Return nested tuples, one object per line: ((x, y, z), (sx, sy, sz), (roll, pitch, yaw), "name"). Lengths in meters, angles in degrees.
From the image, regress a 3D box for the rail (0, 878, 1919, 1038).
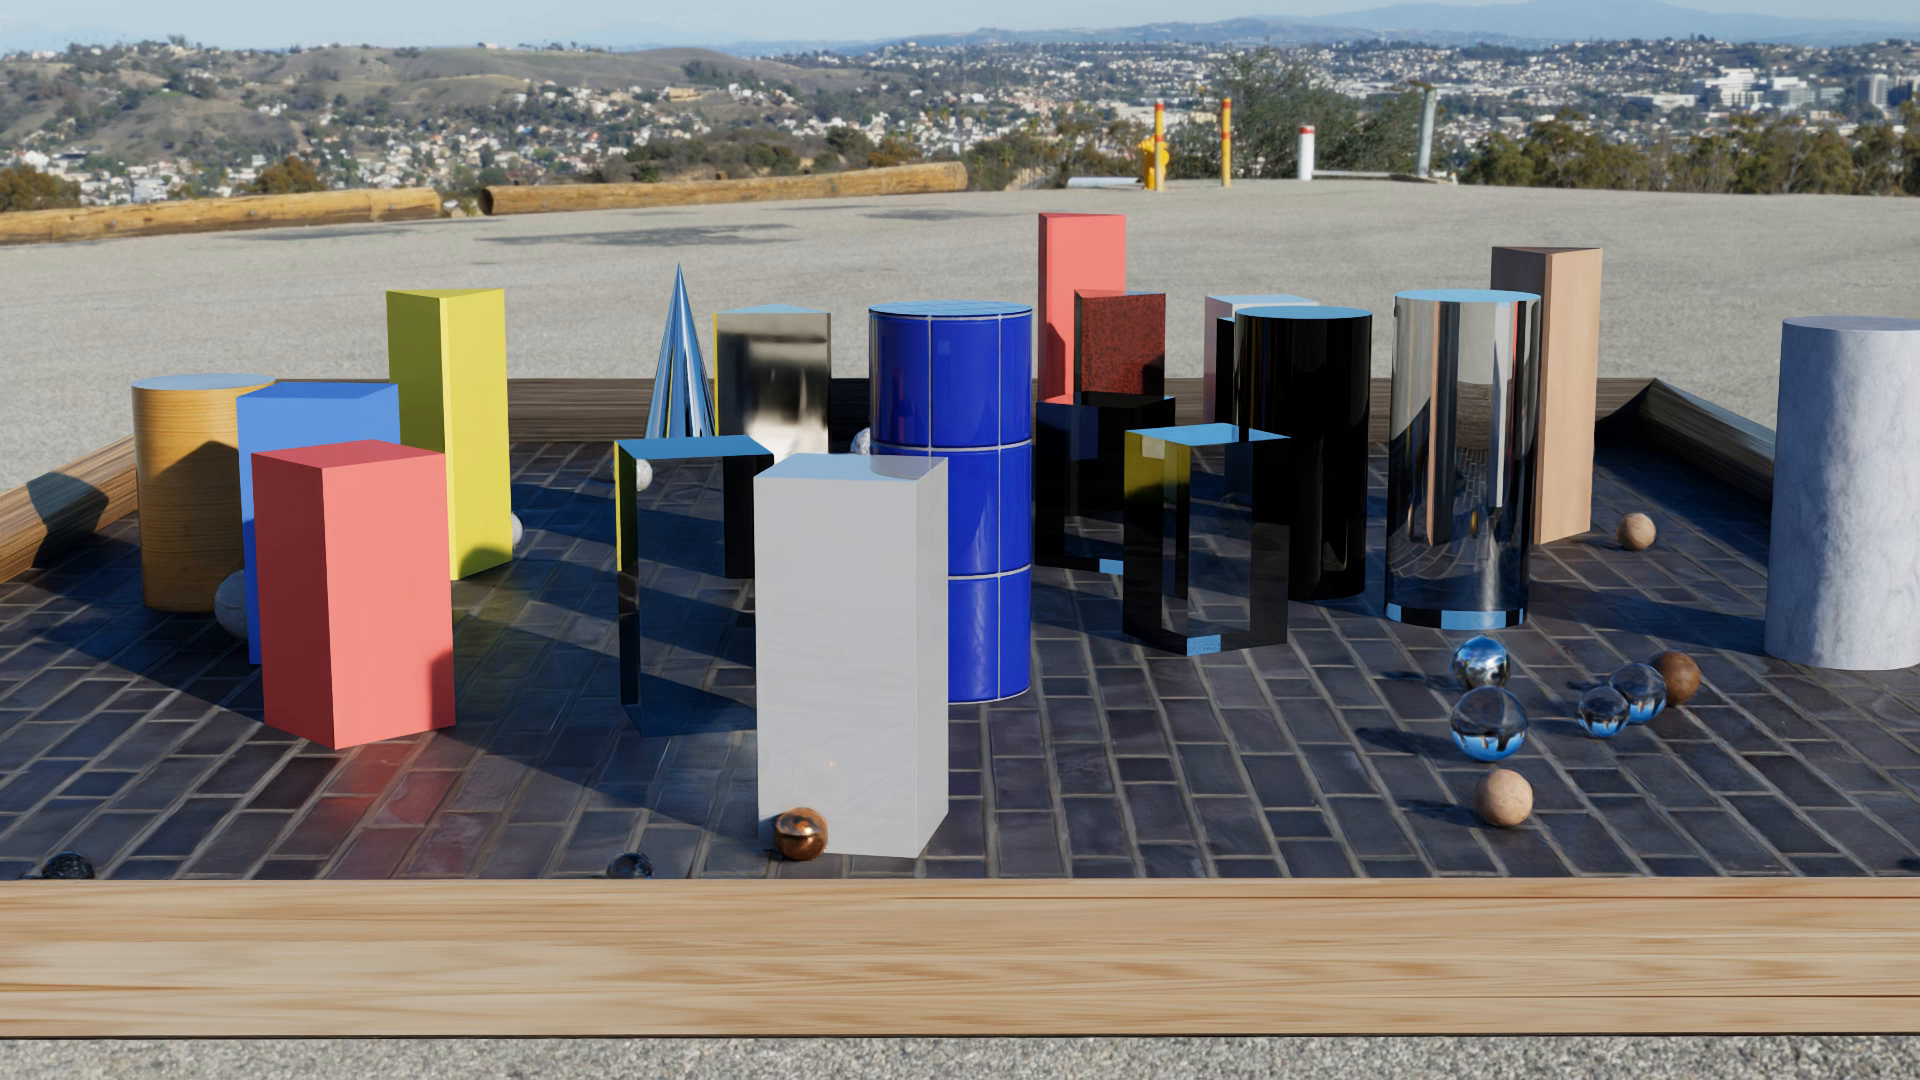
((0.009, 0.311, 1.951), (2.714, 0.123, 0.045), (0, 11, 0), "rail")

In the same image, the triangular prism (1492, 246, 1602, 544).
((0.884, -0.231, 3.990), (0.142, 0.443, 0.164), (9, 14, 41), "triangular prism")

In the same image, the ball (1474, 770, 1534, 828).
((0.523, 0.249, 2.471), (0.057, 0.057, 0.057), (0, 11, 0), "ball")

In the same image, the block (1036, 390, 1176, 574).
((0.213, -0.087, 3.766), (0.151, 0.241, 0.151), (6, 12, 30), "block")

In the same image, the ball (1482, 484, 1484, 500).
((0.886, -0.078, 4.118), (0.095, 0.095, 0.095), (0, 11, 0), "ball")

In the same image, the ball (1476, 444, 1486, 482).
((0.932, -0.130, 4.403), (0.092, 0.092, 0.092), (0, 11, 0), "ball")

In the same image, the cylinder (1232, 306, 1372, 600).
((0.474, -0.124, 3.572), (0.189, 0.386, 0.189), (0, 11, 0), "cylinder")

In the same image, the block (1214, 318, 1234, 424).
((0.501, -0.180, 4.031), (0.151, 0.328, 0.151), (-4, 11, -19), "block")

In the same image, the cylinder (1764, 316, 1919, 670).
((1.102, -0.062, 3.167), (0.189, 0.412, 0.189), (0, 11, 0), "cylinder")

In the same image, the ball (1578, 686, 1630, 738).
((0.703, 0.188, 2.800), (0.056, 0.056, 0.056), (0, 11, 0), "ball")

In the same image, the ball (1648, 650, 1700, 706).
((0.816, 0.158, 2.940), (0.064, 0.064, 0.064), (0, 11, 0), "ball")

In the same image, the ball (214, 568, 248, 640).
((-0.903, 0.082, 3.271), (0.092, 0.092, 0.092), (0, 11, 0), "ball")

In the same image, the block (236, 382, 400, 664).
((-0.788, -0.022, 3.181), (0.151, 0.329, 0.151), (1, 11, 6), "block")

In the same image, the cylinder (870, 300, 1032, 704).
((-0.011, -0.048, 2.999), (0.189, 0.447, 0.189), (0, 11, 0), "cylinder")

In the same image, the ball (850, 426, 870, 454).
((-0.150, -0.156, 4.548), (0.091, 0.091, 0.091), (0, 11, 0), "ball")

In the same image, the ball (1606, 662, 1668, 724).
((0.753, 0.171, 2.859), (0.068, 0.068, 0.068), (0, 11, 0), "ball")

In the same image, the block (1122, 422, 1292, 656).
((0.312, -0.004, 3.262), (0.151, 0.264, 0.151), (-6, 12, -28), "block")

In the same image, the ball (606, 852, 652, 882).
((-0.291, 0.296, 2.260), (0.041, 0.041, 0.041), (0, 11, 0), "ball")

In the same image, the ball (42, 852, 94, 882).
((-0.783, 0.296, 2.252), (0.044, 0.044, 0.044), (0, 11, 0), "ball")

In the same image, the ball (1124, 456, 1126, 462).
((0.267, -0.146, 4.587), (0.056, 0.056, 0.056), (0, 11, 0), "ball")

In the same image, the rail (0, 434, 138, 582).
((-1.333, 0.033, 3.442), (0.045, 0.123, 3.095), (0, 11, 0), "rail")

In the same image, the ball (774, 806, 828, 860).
((-0.147, 0.271, 2.369), (0.050, 0.050, 0.050), (0, 11, 0), "ball")

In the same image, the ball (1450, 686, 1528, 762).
((0.557, 0.194, 2.703), (0.080, 0.080, 0.080), (0, 11, 0), "ball")

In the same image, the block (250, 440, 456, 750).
((-0.668, 0.055, 2.830), (0.151, 0.305, 0.151), (-10, 14, -43), "block")

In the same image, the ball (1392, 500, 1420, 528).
((0.703, -0.040, 4.053), (0.044, 0.044, 0.044), (0, 11, 0), "ball")

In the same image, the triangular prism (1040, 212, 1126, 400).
((0.181, -0.340, 4.517), (0.164, 0.464, 0.142), (-7, 13, -33), "triangular prism")

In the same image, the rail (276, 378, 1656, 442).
((-0.009, -0.248, 4.947), (2.714, 0.123, 0.045), (0, 11, 0), "rail")

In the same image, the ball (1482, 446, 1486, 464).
((0.964, -0.149, 4.553), (0.075, 0.075, 0.075), (0, 11, 0), "ball")

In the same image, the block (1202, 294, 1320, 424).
((0.509, -0.244, 4.365), (0.151, 0.332, 0.151), (-2, 11, -12), "block")

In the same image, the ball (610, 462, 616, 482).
((-0.573, -0.122, 4.440), (0.063, 0.063, 0.063), (0, 11, 0), "ball")

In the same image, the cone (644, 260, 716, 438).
((-0.439, -0.229, 4.042), (0.189, 0.420, 0.189), (0, 11, 0), "cone")

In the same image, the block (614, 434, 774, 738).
((-0.295, 0.048, 2.865), (0.151, 0.307, 0.151), (-3, 11, -16), "block")

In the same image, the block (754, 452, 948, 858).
((-0.100, 0.105, 2.432), (0.151, 0.353, 0.151), (2, 11, 11), "block")

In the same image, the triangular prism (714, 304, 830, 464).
((-0.270, -0.152, 3.754), (0.164, 0.374, 0.142), (0, 11, -2), "triangular prism")

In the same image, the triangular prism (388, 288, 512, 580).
((-0.720, -0.160, 3.724), (0.142, 0.401, 0.164), (-9, 14, -39), "triangular prism")

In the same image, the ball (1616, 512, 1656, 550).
((1.019, -0.012, 3.869), (0.057, 0.057, 0.057), (0, 11, 0), "ball")

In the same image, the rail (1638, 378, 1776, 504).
((1.333, 0.030, 3.457), (0.045, 0.123, 3.095), (0, 11, 0), "rail")

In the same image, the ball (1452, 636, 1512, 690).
((0.609, 0.146, 2.995), (0.067, 0.067, 0.067), (0, 11, 0), "ball")

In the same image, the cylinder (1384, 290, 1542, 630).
((0.662, -0.110, 3.387), (0.189, 0.426, 0.189), (0, 11, 0), "cylinder")

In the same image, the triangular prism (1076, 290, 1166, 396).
((0.233, -0.239, 4.287), (0.164, 0.350, 0.142), (-7, 13, -32), "triangular prism")

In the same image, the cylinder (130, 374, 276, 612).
((-1.024, -0.067, 3.501), (0.189, 0.300, 0.189), (0, 11, 0), "cylinder")

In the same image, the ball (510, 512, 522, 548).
((-0.683, -0.014, 3.829), (0.059, 0.059, 0.059), (0, 11, 0), "ball")
